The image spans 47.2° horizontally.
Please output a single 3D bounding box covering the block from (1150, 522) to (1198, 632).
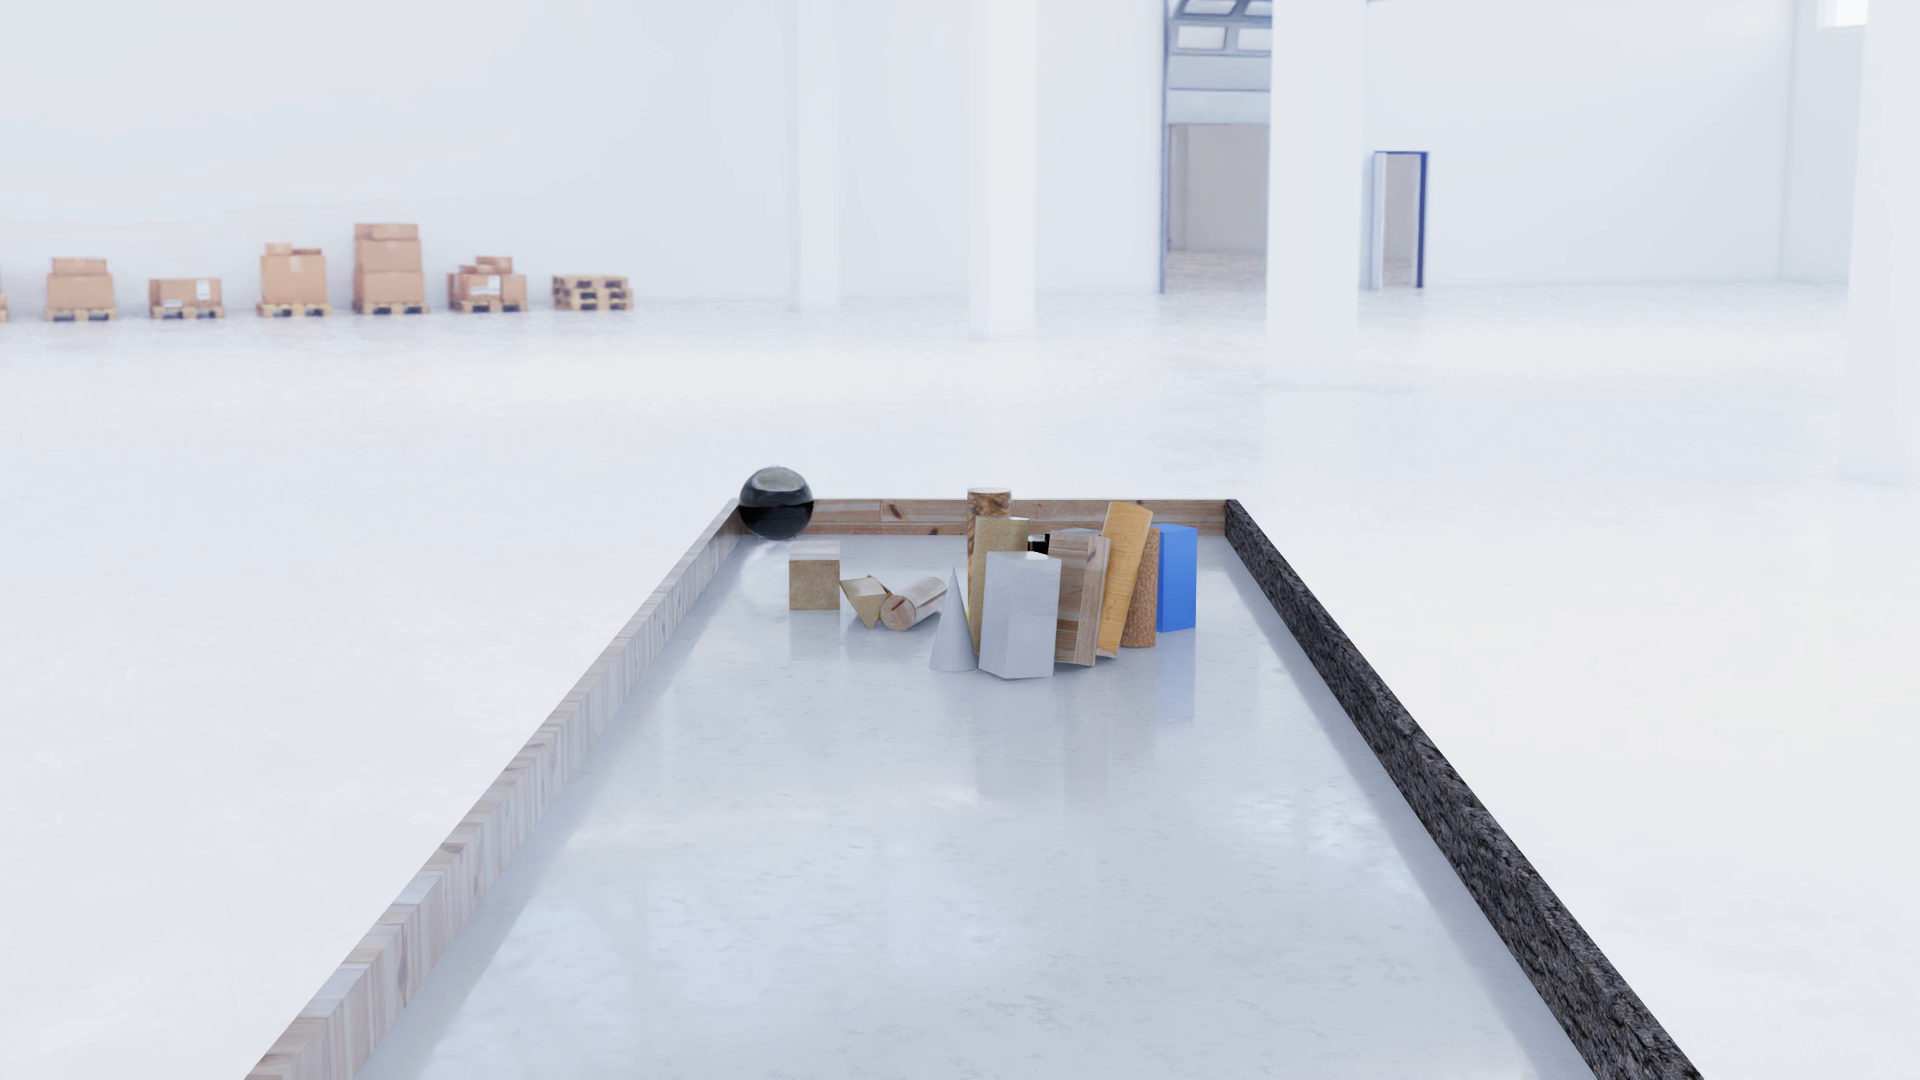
[{"bbox_3d":[0.667,0.122,7.191,0.149,0.328,0.149,-7,11,-38],"label":"block"}]

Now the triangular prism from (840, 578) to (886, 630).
[{"bbox_3d":[-0.305,0.185,7.311,0.111,0.128,0.316,-36,12,-2],"label":"triangular prism"}]

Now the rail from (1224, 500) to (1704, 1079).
[{"bbox_3d":[1.046,0.843,3.208,0.050,0.150,12.000,0,9,1],"label":"rail"}]

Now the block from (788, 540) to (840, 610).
[{"bbox_3d":[-0.507,0.121,7.693,0.173,0.173,0.419,0,9,-3],"label":"block"}]

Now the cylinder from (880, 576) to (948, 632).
[{"bbox_3d":[-0.149,0.210,7.306,0.118,0.118,0.374,3,9,16],"label":"cylinder"}]

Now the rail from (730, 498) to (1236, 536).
[{"bbox_3d":[0.099,-0.098,9.147,2.100,0.150,0.050,0,9,1],"label":"rail"}]

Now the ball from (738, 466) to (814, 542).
[{"bbox_3d":[-0.750,-0.149,8.969,0.307,0.307,0.307,0,9,0],"label":"ball"}]

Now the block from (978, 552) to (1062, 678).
[{"bbox_3d":[0.176,0.218,6.478,0.161,0.349,0.161,0,8,-28],"label":"block"}]

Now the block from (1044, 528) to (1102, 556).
[{"bbox_3d":[0.390,0.129,7.207,0.162,0.310,0.162,7,11,38],"label":"block"}]

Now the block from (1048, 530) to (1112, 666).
[{"bbox_3d":[0.339,0.175,6.603,0.135,0.387,0.135,6,-4,32],"label":"block"}]

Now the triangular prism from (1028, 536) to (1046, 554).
[{"bbox_3d":[0.204,0.158,6.952,0.130,0.332,0.113,0,9,2],"label":"triangular prism"}]

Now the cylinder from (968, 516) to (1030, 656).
[{"bbox_3d":[0.116,0.141,6.719,0.165,0.421,0.165,4,3,0],"label":"cylinder"}]

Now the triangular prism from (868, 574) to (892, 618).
[{"bbox_3d":[-0.276,0.190,7.499,0.106,0.092,0.333,-2,9,-14],"label":"triangular prism"}]

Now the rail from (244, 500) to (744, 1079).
[{"bbox_3d":[-1.004,0.839,3.234,0.050,0.150,12.000,0,9,1],"label":"rail"}]

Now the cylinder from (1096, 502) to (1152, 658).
[{"bbox_3d":[0.469,0.120,6.739,0.137,0.457,0.137,15,-9,2],"label":"cylinder"}]

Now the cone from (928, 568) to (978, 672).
[{"bbox_3d":[-0.019,0.228,6.582,0.154,0.309,0.154,0,9,0],"label":"cone"}]

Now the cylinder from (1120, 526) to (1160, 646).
[{"bbox_3d":[0.555,0.143,6.912,0.133,0.367,0.133,2,6,0],"label":"cylinder"}]

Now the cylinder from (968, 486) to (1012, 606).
[{"bbox_3d":[0.097,0.059,7.197,0.145,0.451,0.145,0,9,0],"label":"cylinder"}]

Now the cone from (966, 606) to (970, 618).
[{"bbox_3d":[0.207,0.263,7.072,0.361,0.178,0.178,14,9,-3],"label":"cone"}]
